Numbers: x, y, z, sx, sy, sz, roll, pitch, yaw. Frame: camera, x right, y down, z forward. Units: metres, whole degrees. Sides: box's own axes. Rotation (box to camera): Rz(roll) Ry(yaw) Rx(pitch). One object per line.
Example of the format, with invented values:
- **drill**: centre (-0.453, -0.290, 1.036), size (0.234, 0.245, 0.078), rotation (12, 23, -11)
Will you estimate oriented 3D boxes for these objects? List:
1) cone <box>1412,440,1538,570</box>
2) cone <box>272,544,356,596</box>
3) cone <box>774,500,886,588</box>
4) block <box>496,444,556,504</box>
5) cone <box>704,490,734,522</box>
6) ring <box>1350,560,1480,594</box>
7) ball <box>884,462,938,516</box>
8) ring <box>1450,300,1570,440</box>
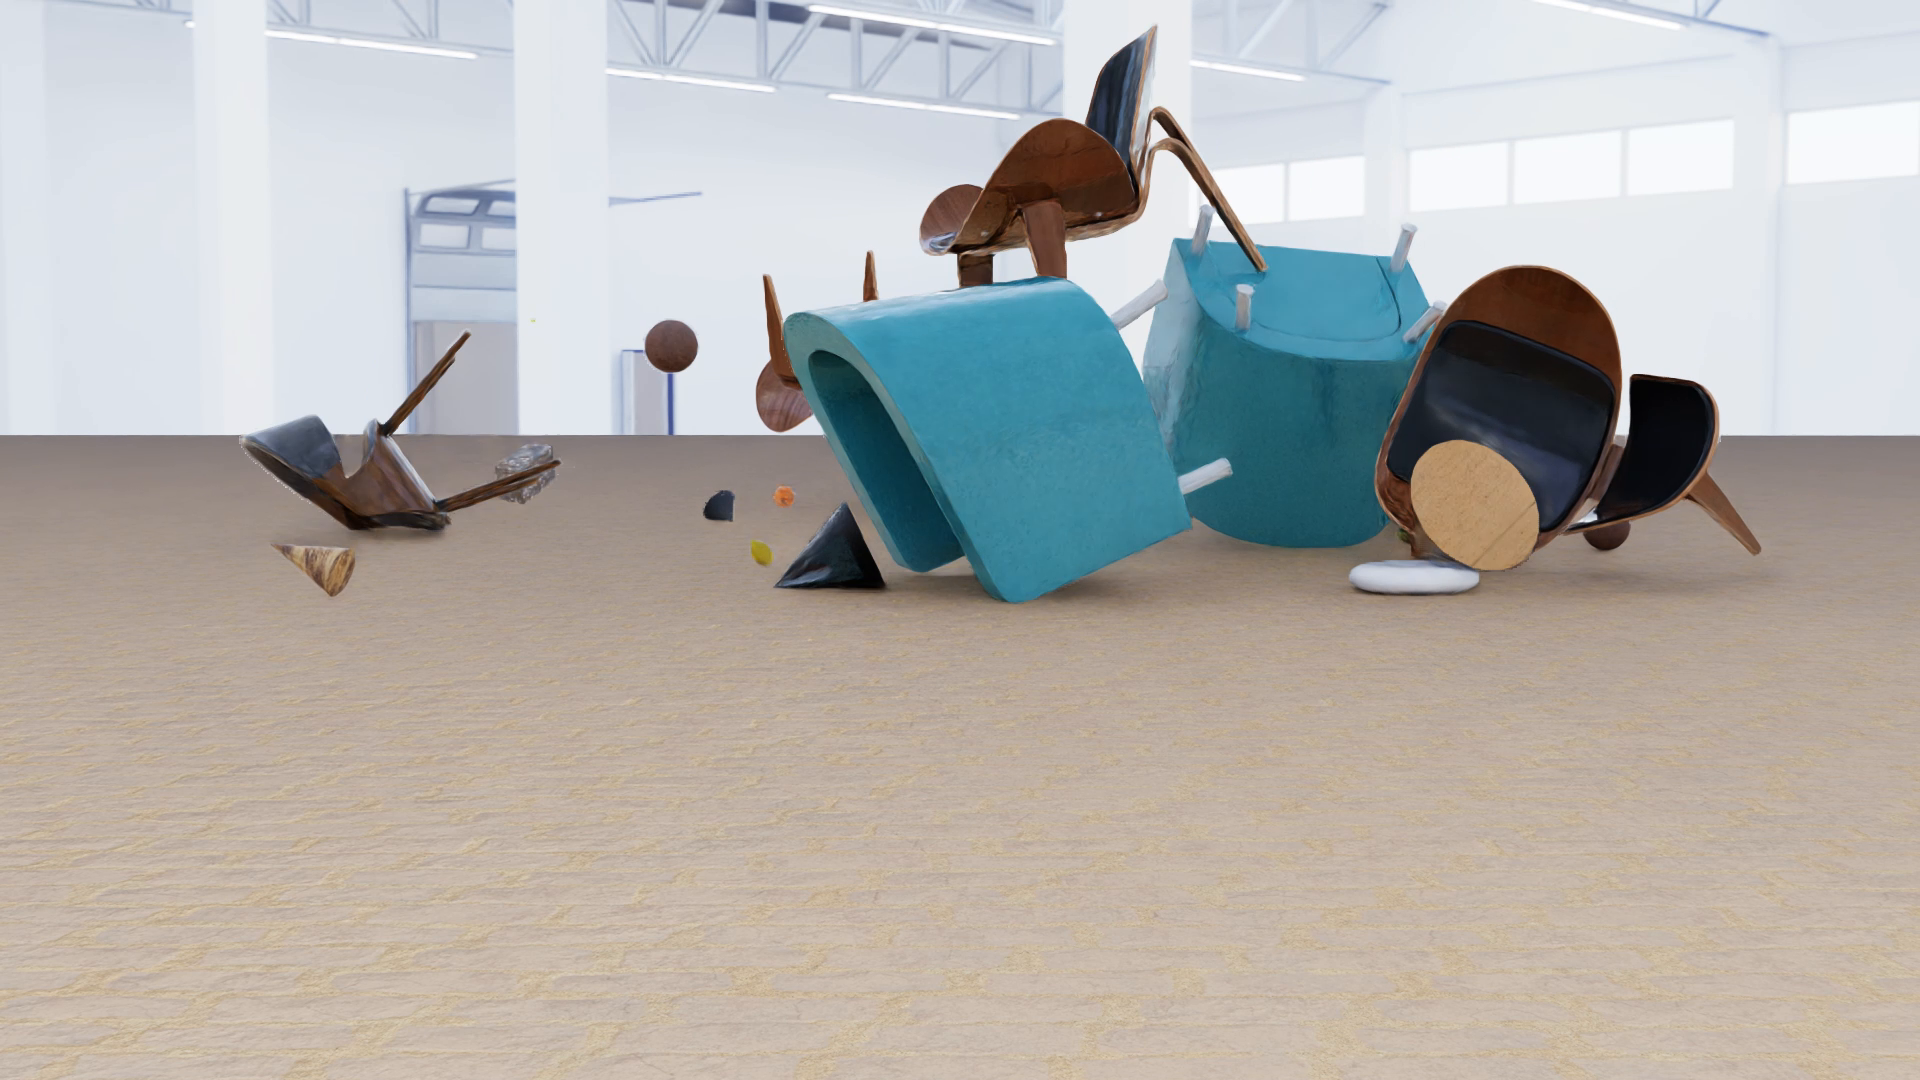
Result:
- **cone**: centre (1.110, -0.028, 5.035), size (0.276, 0.320, 0.348), rotation (-42, -5, -19)
- **cone**: centre (-1.420, 0.039, 4.773), size (0.181, 0.112, 0.098), rotation (21, -16, 11)
- **cone**: centre (-0.318, 0.058, 4.978), size (0.231, 0.211, 0.242), rotation (-26, -22, -3)
- **block**: centre (-1.516, -0.234, 7.685), size (0.099, 0.127, 0.209), rotation (9, 29, 21)
- **cone**: centre (-0.799, -0.091, 7.496), size (0.109, 0.128, 0.094), rotation (25, 19, -51)
- **ring**: centre (1.017, 0.083, 4.918), size (0.272, 0.059, 0.347), rotation (3, 5, 36)
- **ball**: centre (-0.171, -0.173, 7.667), size (0.192, 0.192, 0.192), rotation (0, 4, 0)
- **ring**: centre (1.546, -0.476, 6.180), size (0.399, 0.413, 0.142), rotation (-1, 23, -34)
